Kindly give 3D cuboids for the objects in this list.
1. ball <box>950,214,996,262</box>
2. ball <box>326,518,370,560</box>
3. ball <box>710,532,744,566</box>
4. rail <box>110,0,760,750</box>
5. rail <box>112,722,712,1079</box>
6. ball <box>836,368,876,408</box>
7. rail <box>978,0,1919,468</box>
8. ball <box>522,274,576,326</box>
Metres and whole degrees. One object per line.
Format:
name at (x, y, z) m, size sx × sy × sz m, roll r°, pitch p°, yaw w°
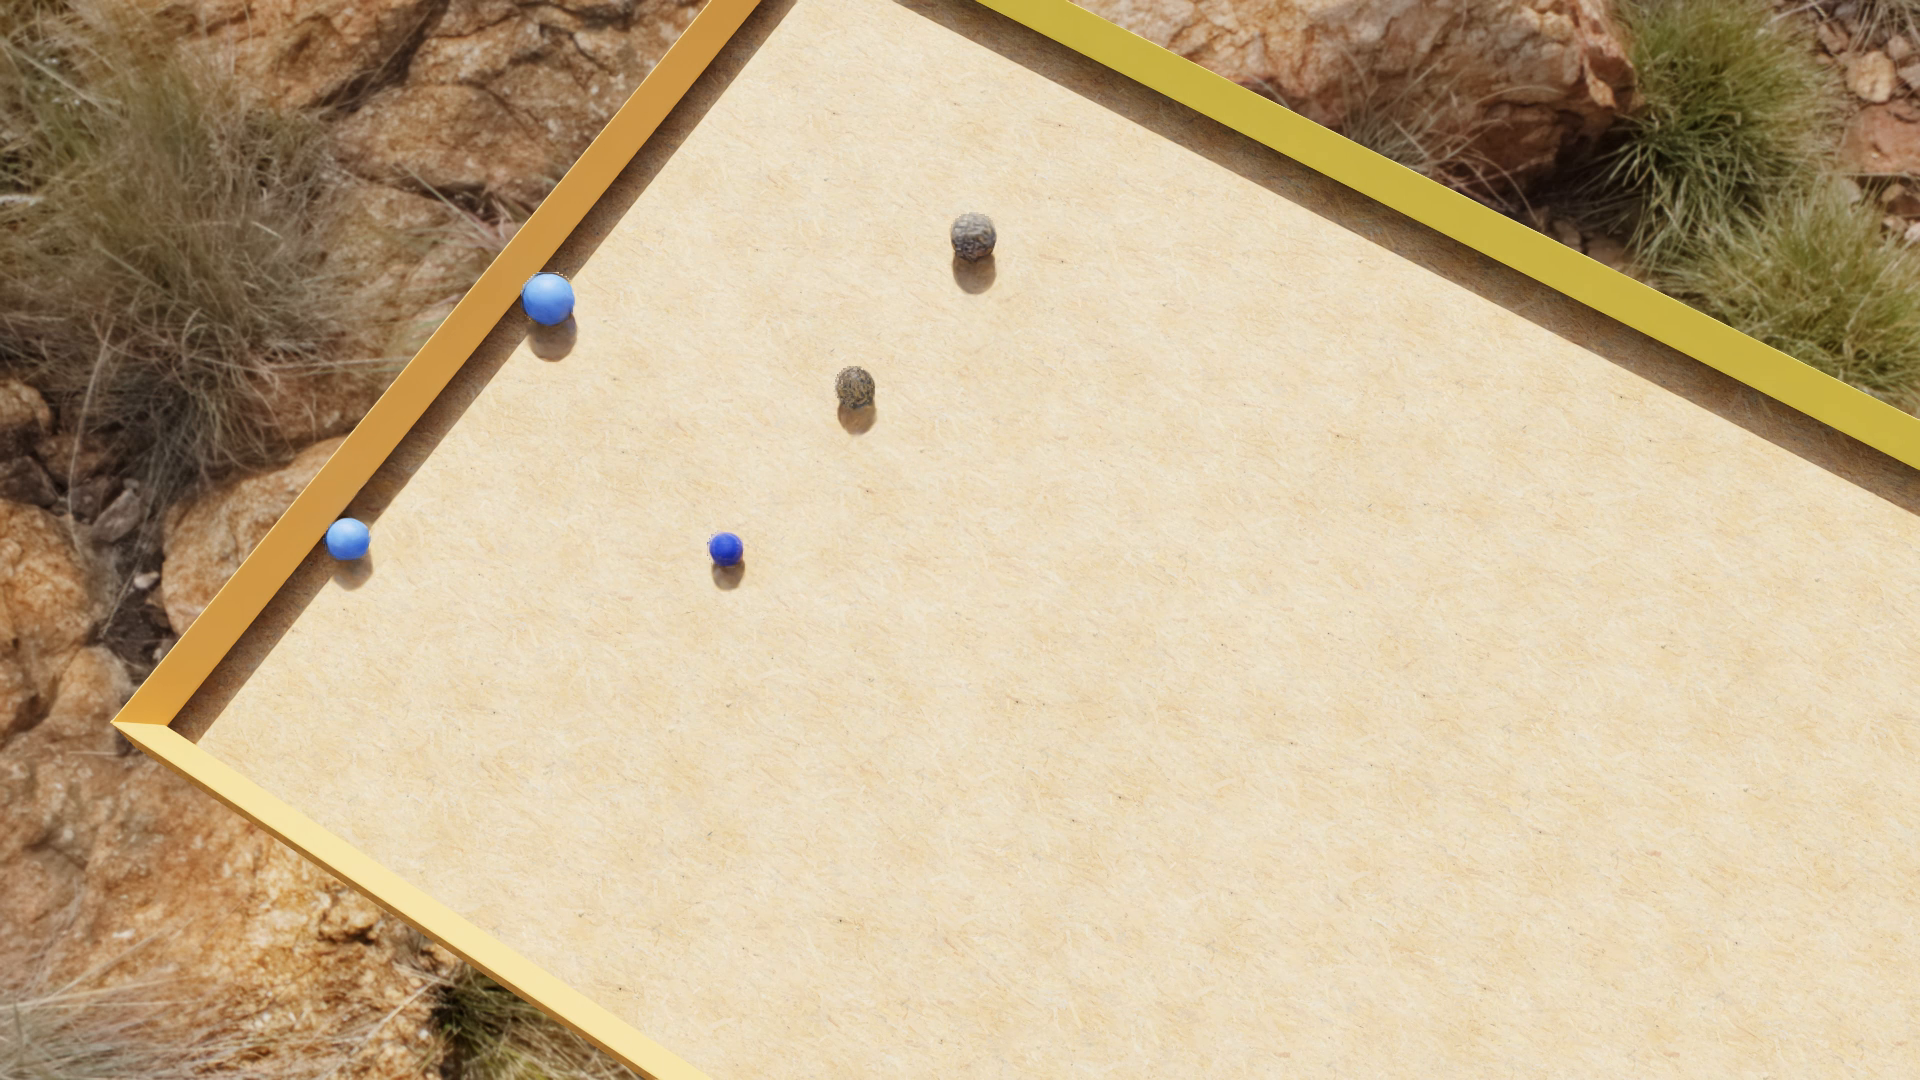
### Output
ball at (0.023, -0.522, 3.801) m, size 0.080 × 0.080 × 0.080 m, roll 0°, pitch 65°, yaw 0°
ball at (-0.992, -0.001, 3.565) m, size 0.070 × 0.070 × 0.070 m, roll 0°, pitch 65°, yaw 0°
ball at (-0.378, 0.015, 3.565) m, size 0.057 × 0.057 × 0.057 m, roll 0°, pitch 65°, yaw 0°
rail at (-0.761, -0.437, 3.743) m, size 0.045 × 0.114 × 1.946 m, roll 29°, pitch 68°, yaw 13°
rail at (0.281, 1.162, 3.000) m, size 3.677 × 0.114 × 0.045 m, roll 29°, pitch 68°, yaw 13°
ball at (-0.175, -0.255, 3.685) m, size 0.067 × 0.067 × 0.067 m, roll 0°, pitch 65°, yaw 0°
rail at (1.282, -0.301, 3.680) m, size 3.677 × 0.114 × 0.045 m, roll 29°, pitch 68°, yaw 13°
ball at (-0.700, -0.409, 3.744) m, size 0.088 × 0.088 × 0.088 m, roll 0°, pitch 65°, yaw 0°
